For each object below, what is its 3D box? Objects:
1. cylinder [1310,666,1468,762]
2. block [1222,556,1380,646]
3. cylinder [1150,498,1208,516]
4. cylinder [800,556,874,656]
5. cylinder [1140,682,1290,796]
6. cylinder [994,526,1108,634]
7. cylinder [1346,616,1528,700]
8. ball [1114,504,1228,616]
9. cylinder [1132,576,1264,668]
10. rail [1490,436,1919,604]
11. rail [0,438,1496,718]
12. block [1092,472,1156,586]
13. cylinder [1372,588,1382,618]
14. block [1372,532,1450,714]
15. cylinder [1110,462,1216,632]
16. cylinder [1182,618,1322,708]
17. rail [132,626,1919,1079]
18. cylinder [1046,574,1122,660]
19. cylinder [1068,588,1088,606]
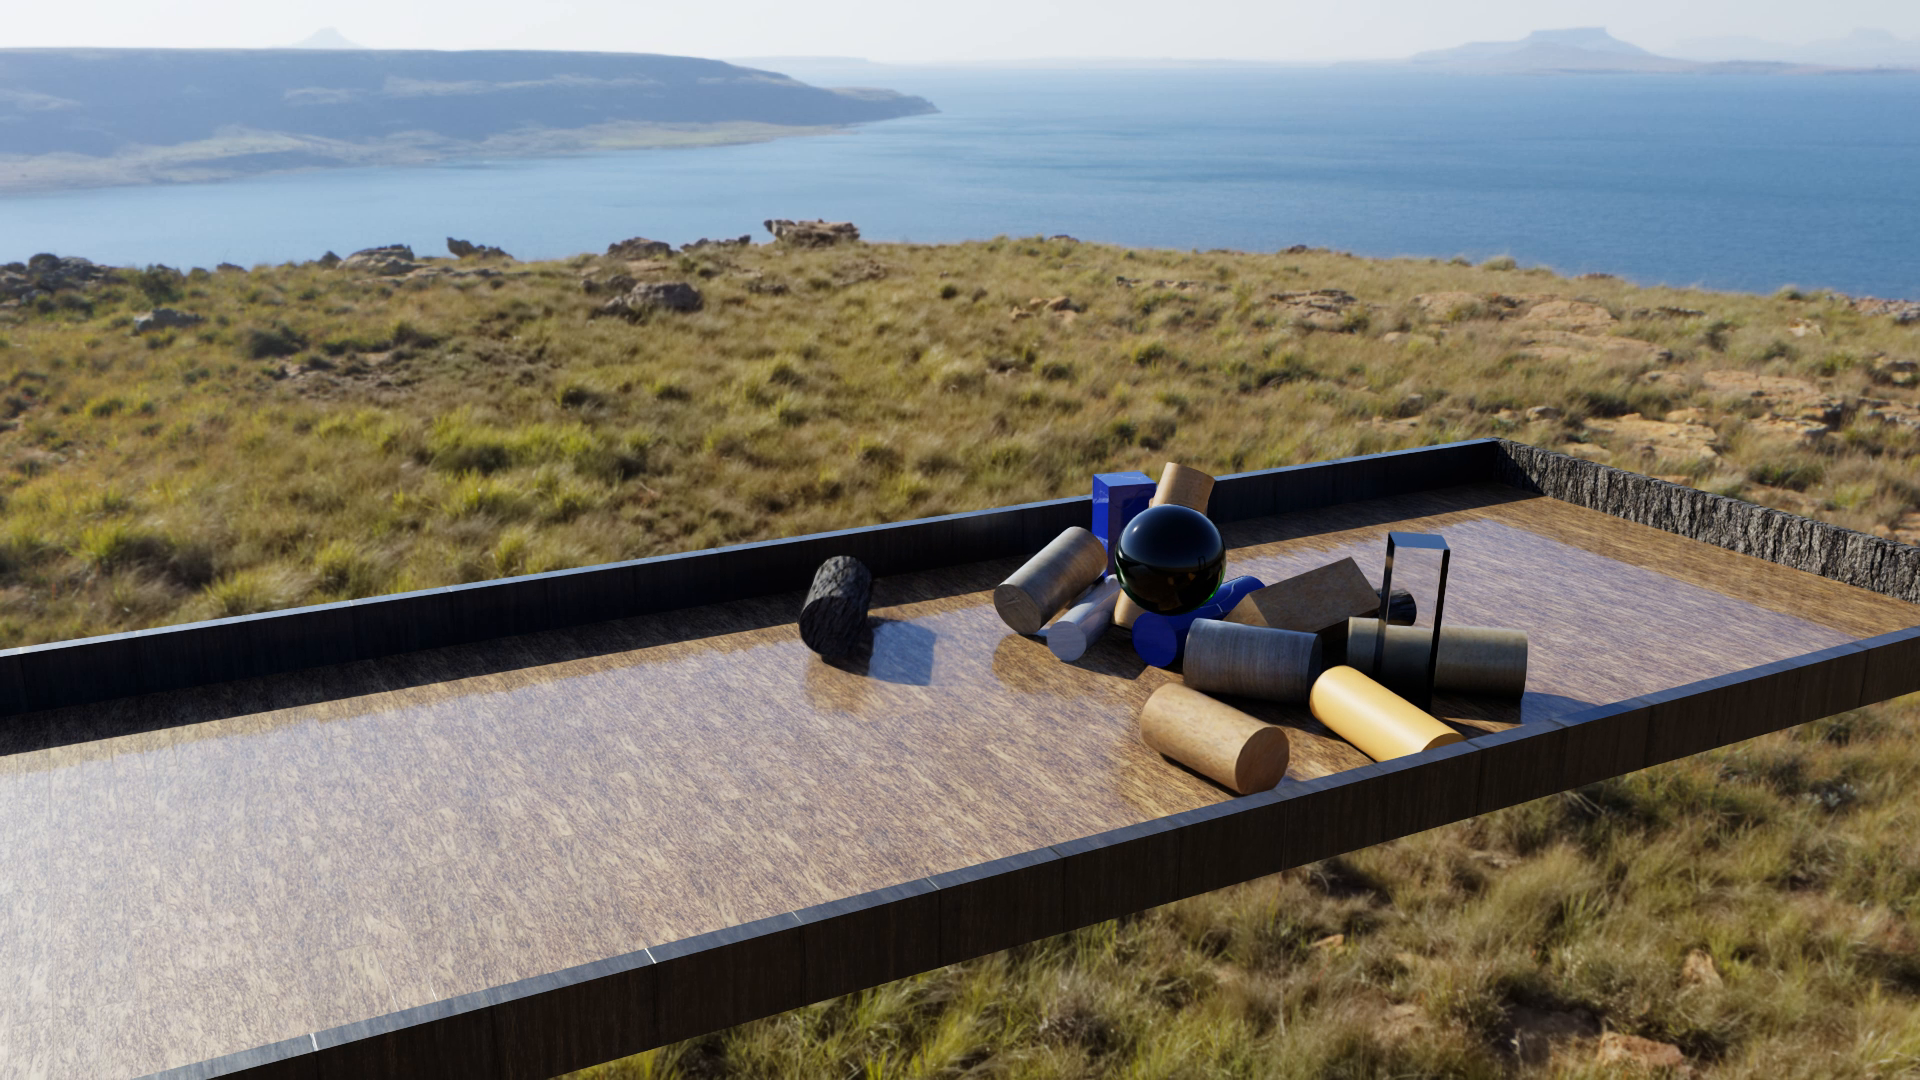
[{"bbox_3d":[0.952,0.419,3.666,0.148,0.148,0.422,-6,17,-18],"label":"cylinder"},{"bbox_3d":[0.883,0.192,4.260,0.372,0.155,0.155,-16,66,-31],"label":"block"},{"bbox_3d":[0.599,0.048,4.601,0.161,0.314,0.161,3,9,0],"label":"cylinder"},{"bbox_3d":[-0.331,0.175,4.463,0.167,0.167,0.358,0,16,1],"label":"cylinder"},{"bbox_3d":[0.554,0.433,3.600,0.159,0.159,0.306,-11,19,-32],"label":"cylinder"},{"bbox_3d":[0.252,0.110,4.540,0.161,0.161,0.312,14,39,39],"label":"cylinder"},{"bbox_3d":[1.171,0.289,4.072,0.420,0.168,0.168,4,17,14],"label":"cylinder"},{"bbox_3d":[0.531,0.050,4.170,0.284,0.284,0.284,0,16,0],"label":"ball"},{"bbox_3d":[0.646,0.212,4.375,0.146,0.146,0.431,15,22,42],"label":"cylinder"},{"bbox_3d":[2.466,-0.048,5.253,0.050,0.150,2.100,-9,18,-27],"label":"rail"},{"bbox_3d":[-3.305,0.497,3.399,12.000,0.150,0.050,-9,18,-27],"label":"rail"},{"bbox_3d":[0.479,-0.020,4.837,0.144,0.330,0.144,-4,17,-13],"label":"block"},{"bbox_3d":[1.025,0.202,4.480,0.434,0.107,0.107,-7,18,-23],"label":"cylinder"},{"bbox_3d":[1.043,0.213,3.838,0.121,0.442,0.121,4,17,6],"label":"block"},{"bbox_3d":[0.542,0.031,4.418,0.139,0.457,0.139,20,-4,1],"label":"cylinder"},{"bbox_3d":[0.715,0.298,4.025,0.300,0.179,0.179,7,18,22],"label":"cylinder"},{"bbox_3d":[-2.336,1.006,1.665,12.000,0.150,0.050,-9,18,-27],"label":"rail"},{"bbox_3d":[0.361,0.205,4.462,0.110,0.110,0.431,7,18,22],"label":"cylinder"},{"bbox_3d":[0.322,0.086,4.872,0.107,0.107,0.353,1,16,4],"label":"cylinder"}]
